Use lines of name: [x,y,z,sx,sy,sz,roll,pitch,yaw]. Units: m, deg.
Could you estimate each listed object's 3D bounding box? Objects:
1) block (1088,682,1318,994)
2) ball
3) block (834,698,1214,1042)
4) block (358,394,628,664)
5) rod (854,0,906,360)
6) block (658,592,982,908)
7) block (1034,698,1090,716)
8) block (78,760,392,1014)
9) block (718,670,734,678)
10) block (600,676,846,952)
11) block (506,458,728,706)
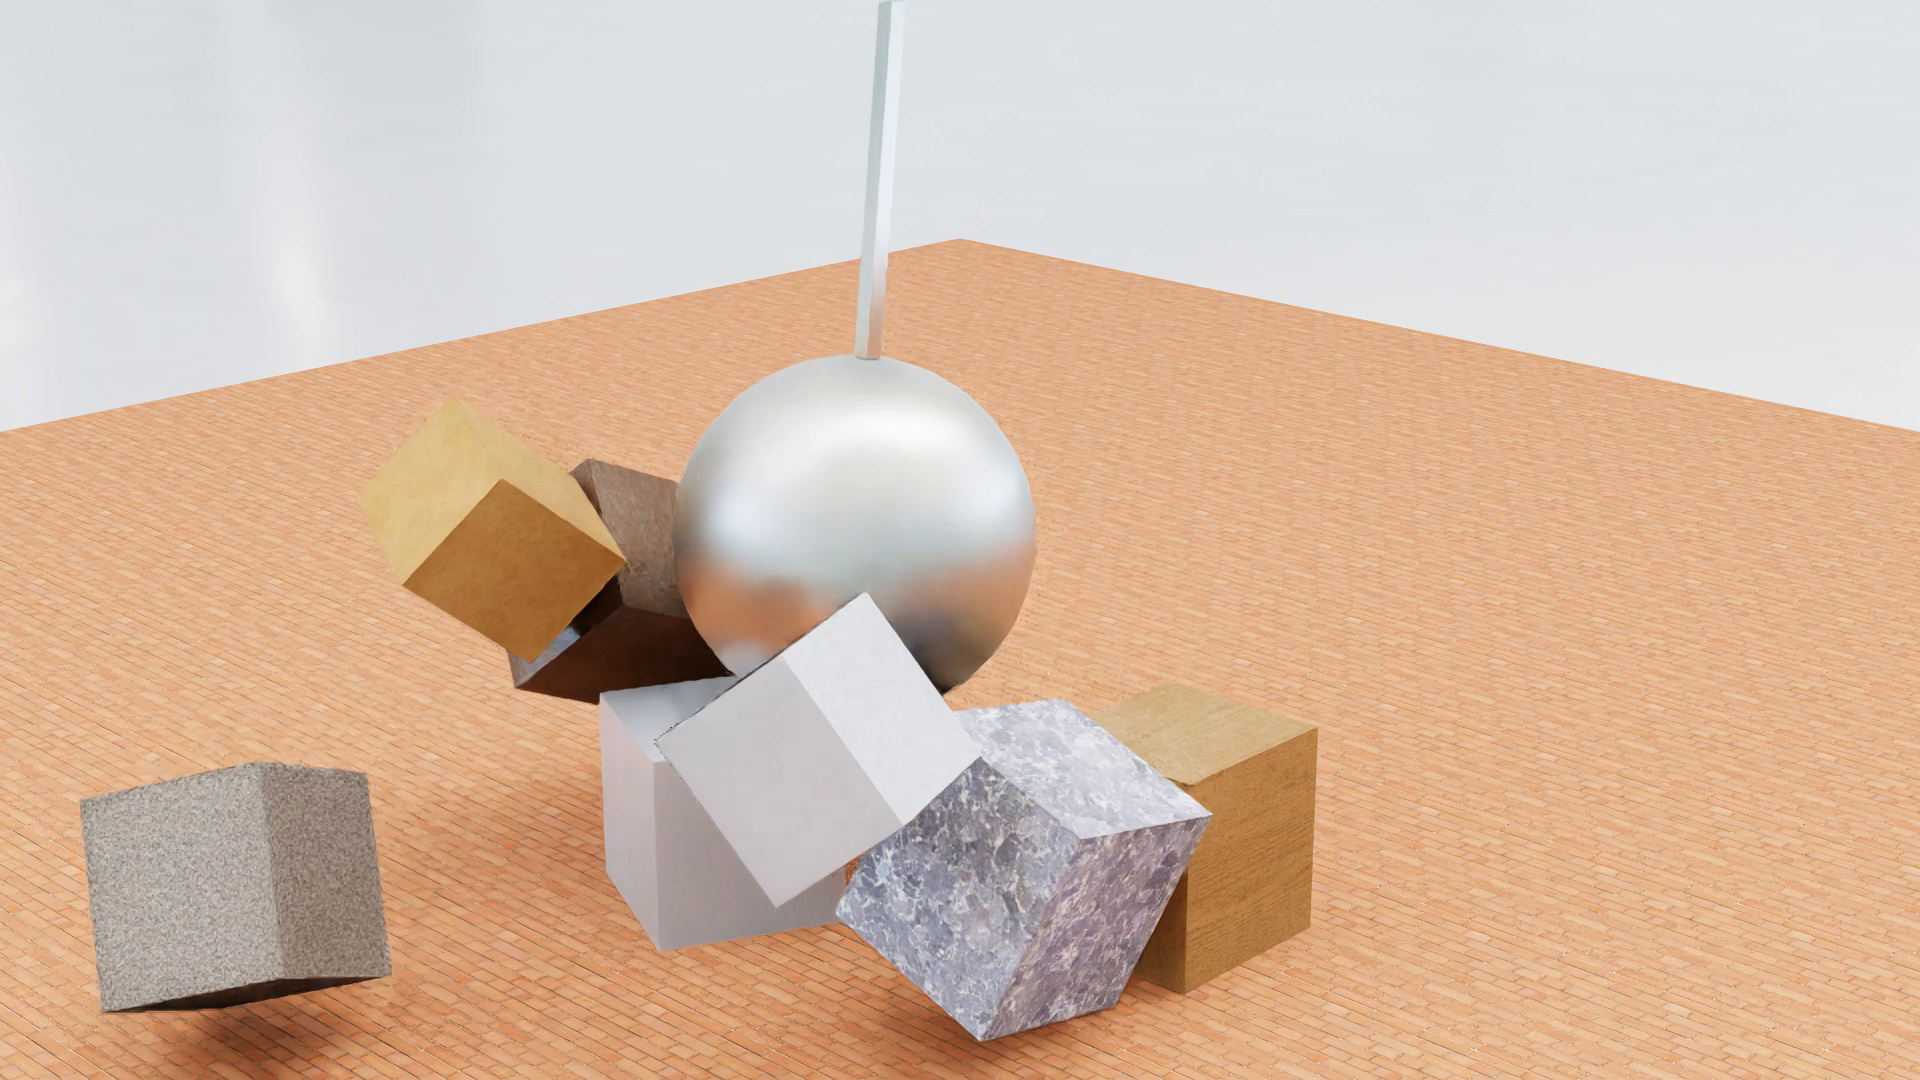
block: [0.939,1.272,12.722,0.819,0.945,0.896,15,23,40]
ball: [-0.463,-0.012,12.853,1.600,1.600,1.600,0,17,0]
block: [0.257,1.310,11.857,0.859,0.964,0.916,37,23,31]
block: [-2.057,-0.046,12.878,0.792,0.633,0.704,37,10,-42]
rod: [-0.201,-3.315,12.090,0.080,5.200,0.080,17,18,42]
block: [-0.524,0.786,11.104,0.677,0.767,0.736,-35,1,29]
block: [0.393,1.224,13.271,0.700,0.707,0.701,16,23,41]
block: [-2.888,1.397,11.731,0.814,0.841,0.827,-13,-11,17]
block: [-0.890,0.693,14.462,0.930,1.007,1.003,-16,24,-41]
block: [-1.065,1.189,13.095,0.854,0.879,0.911,-7,19,-20]
block: [-1.558,0.237,13.687,0.785,0.783,0.906,-36,-33,31]
